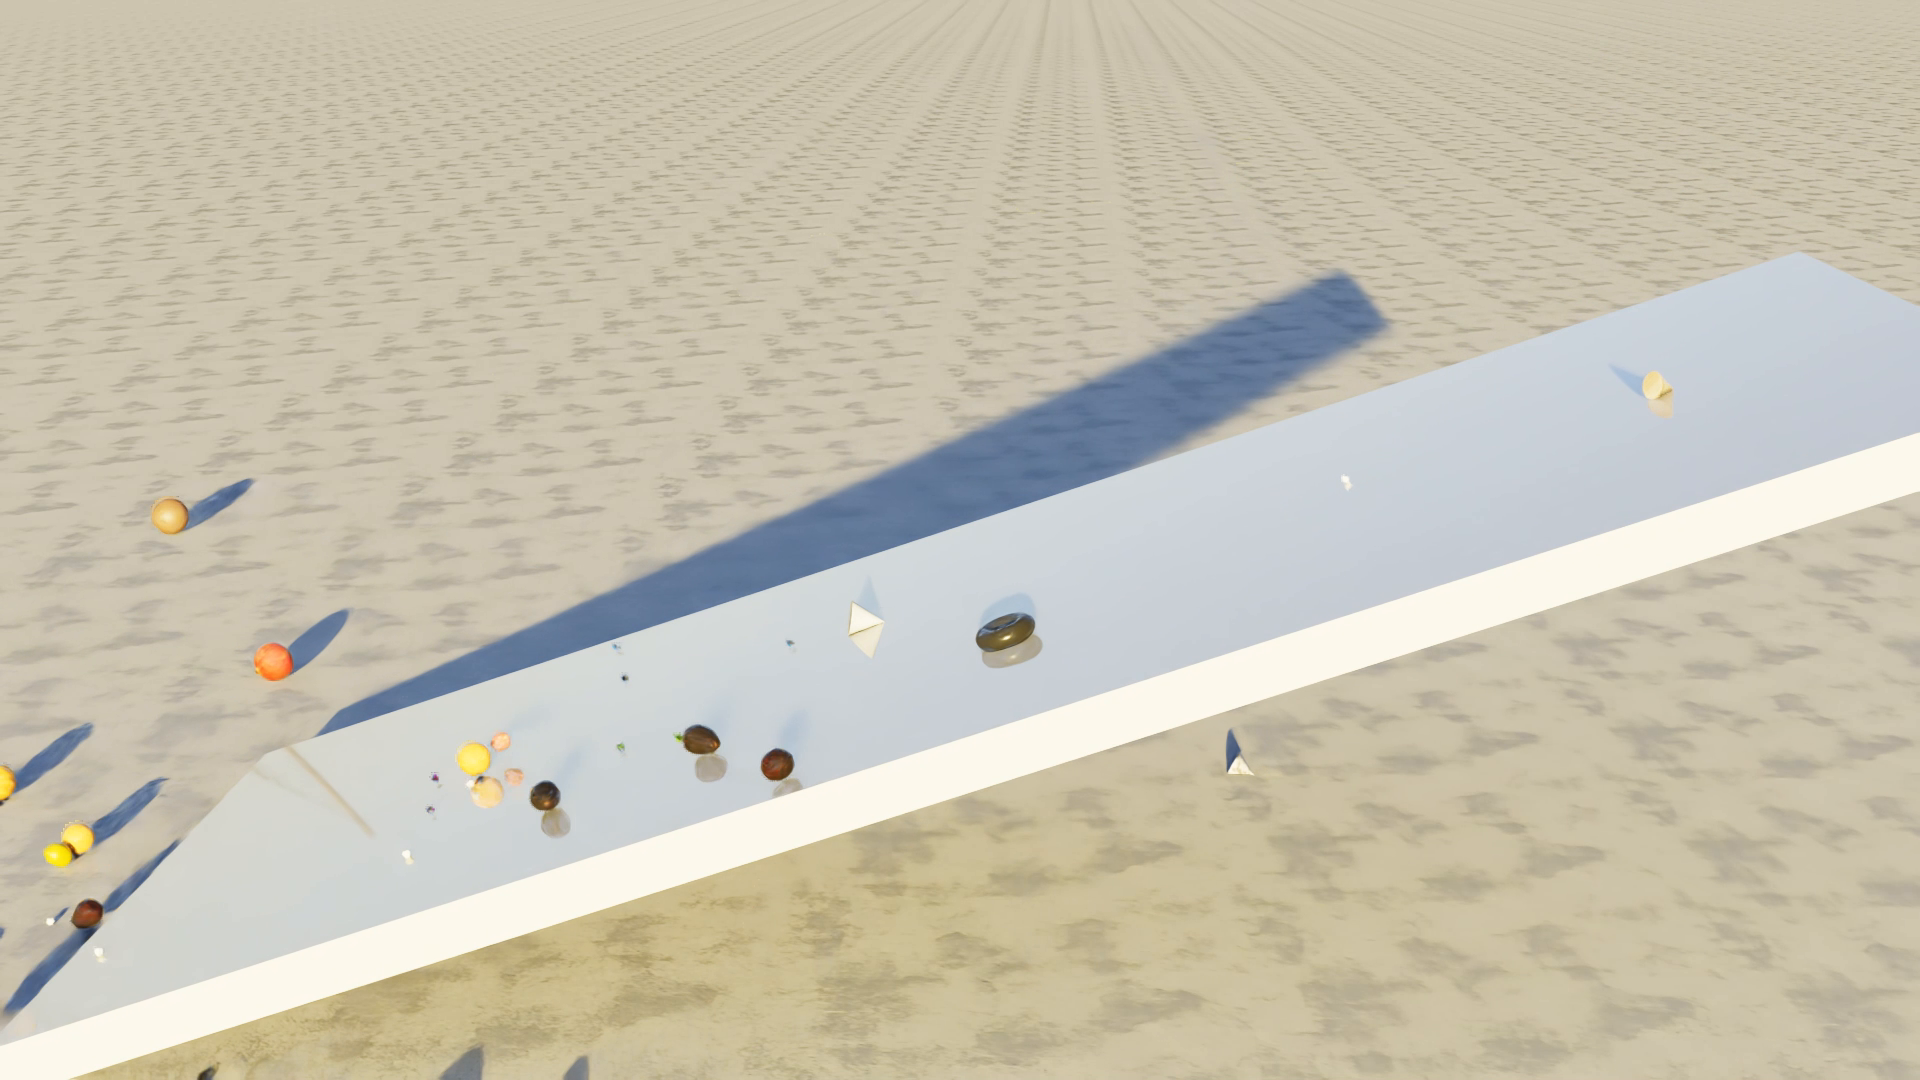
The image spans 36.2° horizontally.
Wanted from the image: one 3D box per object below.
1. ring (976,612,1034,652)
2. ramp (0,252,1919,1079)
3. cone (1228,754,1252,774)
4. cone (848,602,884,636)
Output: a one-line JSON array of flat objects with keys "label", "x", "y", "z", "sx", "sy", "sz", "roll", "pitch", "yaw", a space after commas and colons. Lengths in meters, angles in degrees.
[{"label": "ring", "x": 0.091, "y": 0.185, "z": 5.927, "sx": 0.127, "sy": 0.042, "sz": 0.127, "roll": -21, "pitch": 14, "yaw": 5}, {"label": "ramp", "x": 0.107, "y": 0.180, "z": 6.305, "sx": 4.000, "sy": 0.100, "sz": 2.000, "roll": -18, "pitch": 11, "yaw": 6}, {"label": "cone", "x": 0.735, "y": 0.594, "z": 7.623, "sx": 0.060, "sy": 0.060, "sz": 0.060, "roll": 30, "pitch": 18, "yaw": 9}, {"label": "cone", "x": -0.205, "y": 0.177, "z": 6.501, "sx": 0.078, "sy": 0.078, "sz": 0.078, "roll": 7, "pitch": 11, "yaw": -7}]
